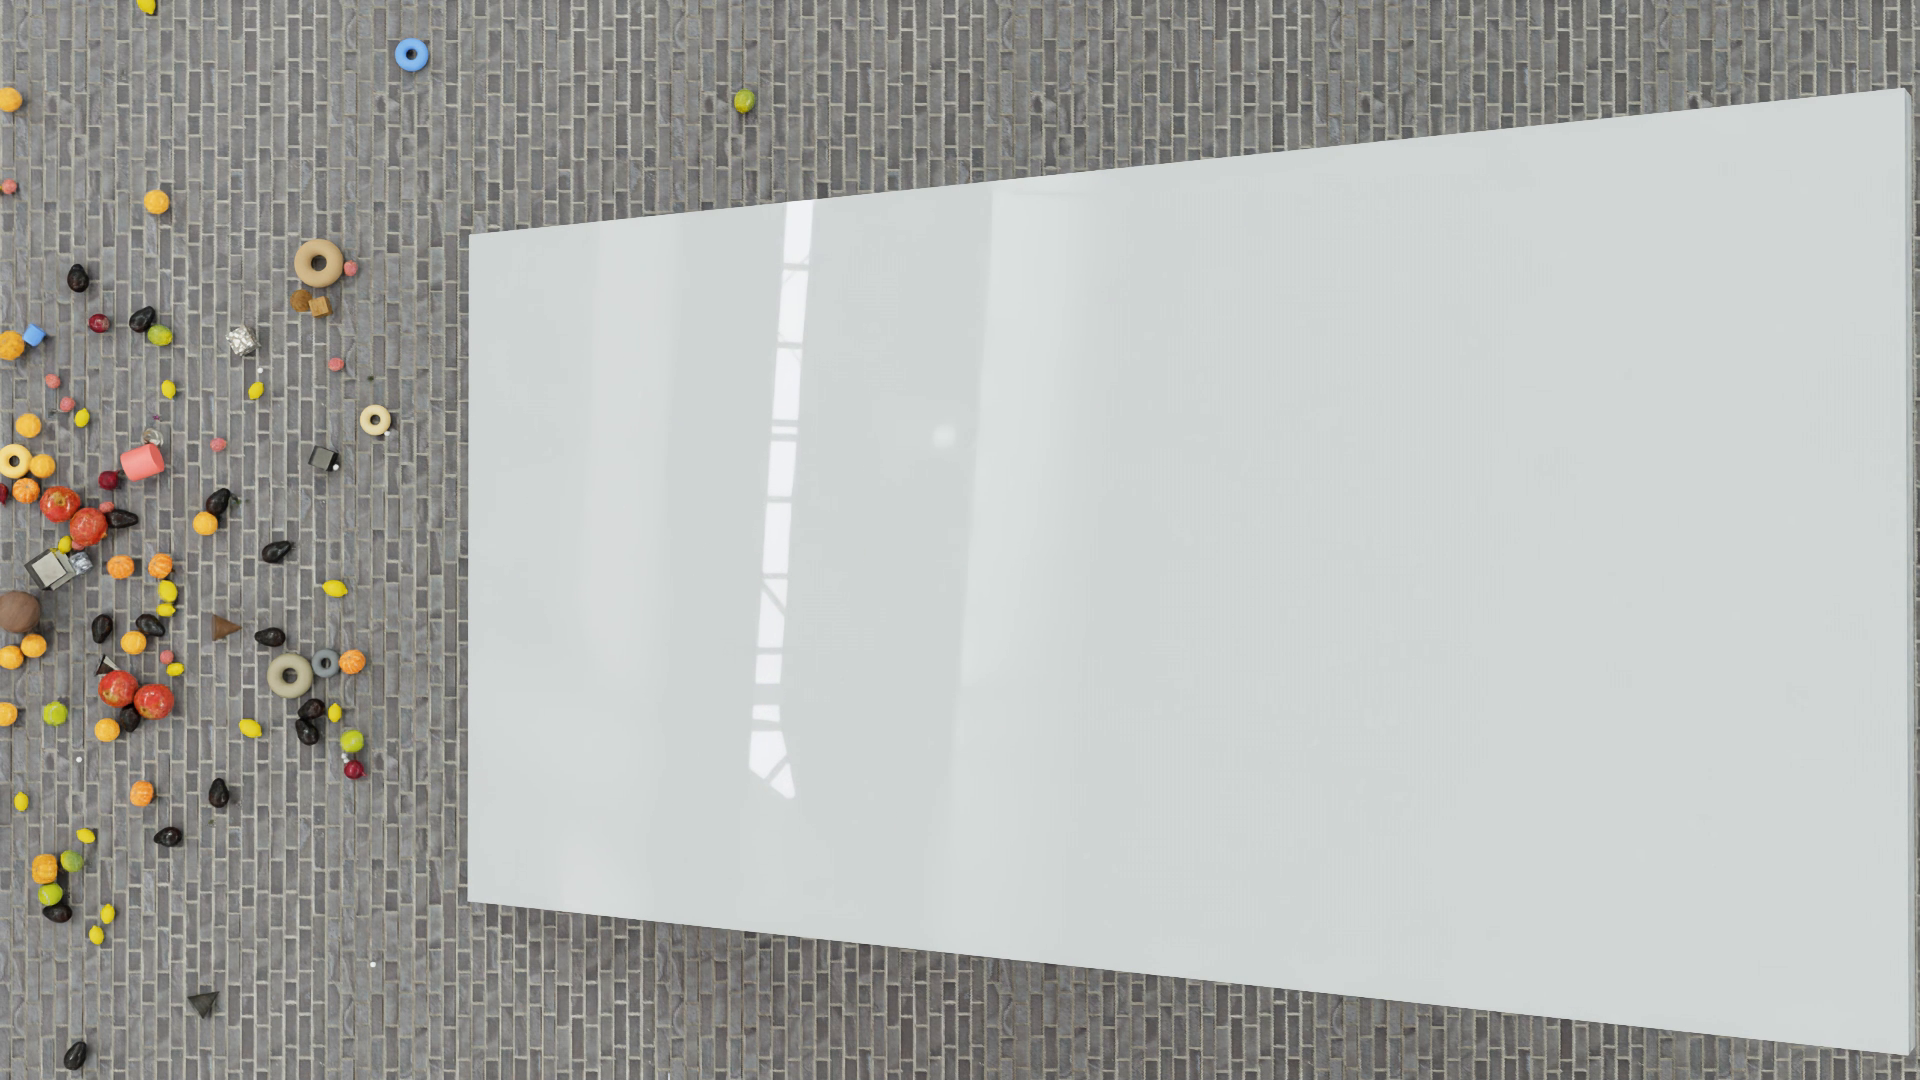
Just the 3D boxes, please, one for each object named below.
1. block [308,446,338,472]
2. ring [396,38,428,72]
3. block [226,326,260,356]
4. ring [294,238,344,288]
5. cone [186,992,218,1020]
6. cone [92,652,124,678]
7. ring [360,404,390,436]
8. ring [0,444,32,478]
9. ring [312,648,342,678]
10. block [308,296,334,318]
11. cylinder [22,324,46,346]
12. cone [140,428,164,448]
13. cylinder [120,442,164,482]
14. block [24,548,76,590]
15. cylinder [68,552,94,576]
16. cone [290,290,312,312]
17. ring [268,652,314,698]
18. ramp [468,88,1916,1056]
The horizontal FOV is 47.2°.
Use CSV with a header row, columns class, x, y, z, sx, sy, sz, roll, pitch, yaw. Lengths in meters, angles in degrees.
class,x,y,z,sx,sy,sz,roll,pitch,yaw
block,-1.928,-0.247,6.659,0.060,0.060,0.060,21,89,0
ring,-1.666,-1.475,6.684,0.102,0.034,0.102,0,88,0
block,-2.170,-0.603,6.659,0.065,0.065,0.065,-29,90,0
ring,-1.944,-0.840,6.670,0.149,0.050,0.149,0,88,0
cone,-2.278,1.391,6.654,0.086,0.086,0.086,-35,90,-27
cone,-2.573,0.392,6.665,0.080,0.080,0.080,24,89,-26
ring,-1.774,-0.364,6.674,0.094,0.031,0.094,0,89,1
ring,-2.868,-0.239,6.671,0.105,0.035,0.105,0,90,-1
ring,-1.922,0.373,6.668,0.091,0.030,0.091,0,88,0
block,-1.938,-0.706,6.668,0.050,0.050,0.050,-17,89,0
cylinder,-2.807,-0.620,6.667,0.051,0.051,0.051,37,90,0
cone,-2.458,-0.306,6.655,0.069,0.069,0.069,0,89,0
cylinder,-2.469,-0.234,6.643,0.092,0.092,0.092,-21,89,0
block,-2.744,0.088,6.639,0.092,0.092,0.092,-35,90,0
cylinder,-2.661,0.072,6.658,0.055,0.055,0.055,-31,90,0
cone,-2.004,-0.729,6.659,0.069,0.069,0.069,0,89,0
ring,-2.029,0.411,6.660,0.140,0.047,0.140,0,91,0
ramp,0.266,0.073,5.615,4.000,0.100,2.000,0,89,31
